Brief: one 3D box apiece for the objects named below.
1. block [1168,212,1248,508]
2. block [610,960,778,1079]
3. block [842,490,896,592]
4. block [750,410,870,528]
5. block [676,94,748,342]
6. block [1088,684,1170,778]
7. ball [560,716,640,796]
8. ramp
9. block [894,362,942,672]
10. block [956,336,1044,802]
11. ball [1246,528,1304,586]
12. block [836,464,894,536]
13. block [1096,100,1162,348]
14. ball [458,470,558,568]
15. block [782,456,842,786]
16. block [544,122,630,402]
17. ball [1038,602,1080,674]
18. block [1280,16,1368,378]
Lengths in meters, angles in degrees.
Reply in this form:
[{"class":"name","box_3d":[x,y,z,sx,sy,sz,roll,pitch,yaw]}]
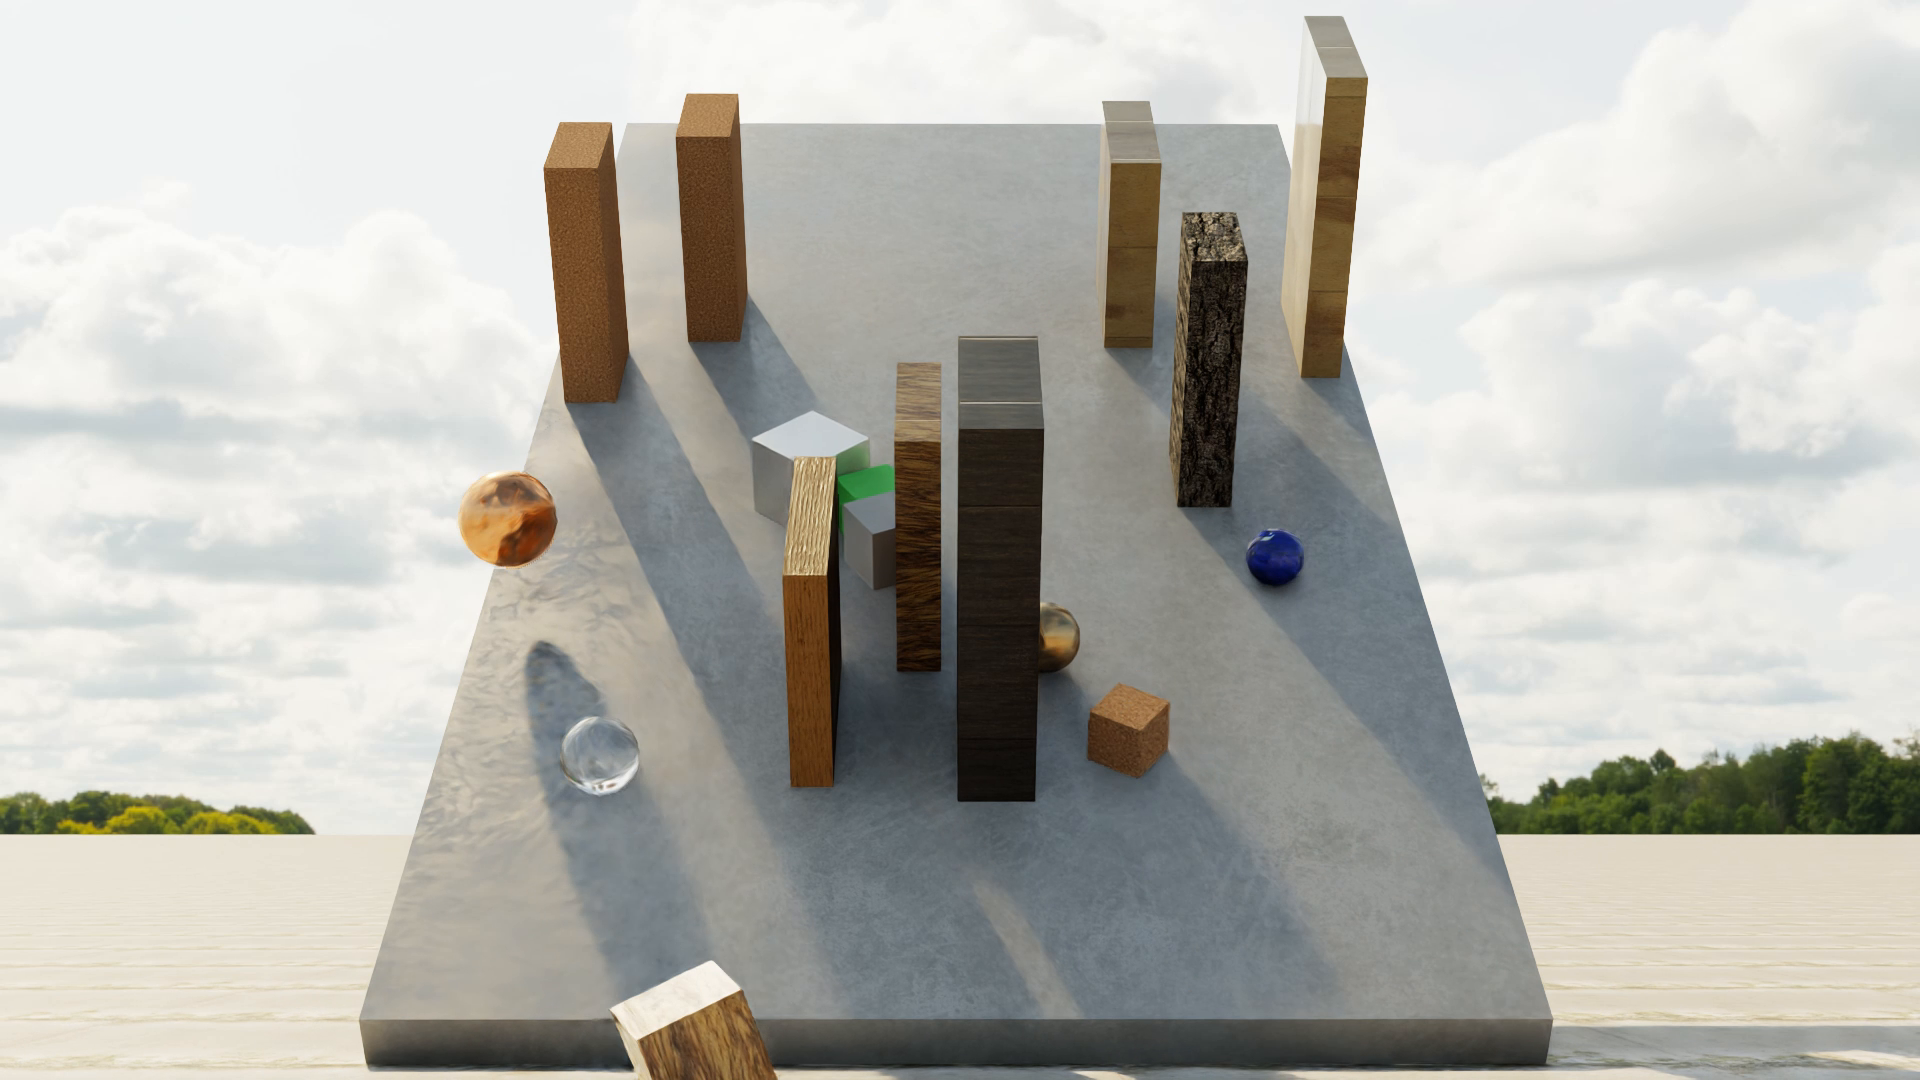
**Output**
[{"class":"block","box_3d":[0.554,-0.402,5.468,0.121,0.611,0.257,0,31,0]},{"class":"block","box_3d":[-0.345,0.662,3.170,0.148,0.148,0.148,-24,13,-17]},{"class":"block","box_3d":[-0.156,-0.001,5.256,0.143,0.143,0.143,-16,35,-24]},{"class":"block","box_3d":[-0.332,-0.145,5.450,0.186,0.186,0.186,27,40,36]},{"class":"block","box_3d":[-0.628,-0.820,6.198,0.132,0.557,0.290,0,31,0]},{"class":"block","box_3d":[0.325,0.366,4.685,0.114,0.114,0.114,19,36,28]},{"class":"ball","box_3d":[-0.677,0.406,4.580,0.149,0.149,0.149,0,-7,0]},{"class":"ramp","box_3d":[-0.014,-0.197,5.811,2.000,0.100,4.000,0,31,0]},{"class":"block","box_3d":[-0.083,-0.047,4.956,0.089,0.535,0.331,0,31,0]},{"class":"block","box_3d":[0.069,0.059,4.529,0.146,0.800,0.354,0,31,0]},{"class":"ball","box_3d":[0.676,0.036,5.219,0.124,0.124,0.124,0,-7,0]},{"class":"block","box_3d":[-0.188,-0.068,5.378,0.131,0.131,0.131,-16,35,-24]},{"class":"block","box_3d":[0.428,-0.811,6.242,0.123,0.503,0.414,0,31,0]},{"class":"ball","box_3d":[-0.963,-0.046,5.188,0.208,0.208,0.208,0,-7,0]},{"class":"block","box_3d":[-0.281,0.153,4.684,0.080,0.475,0.432,0,31,0]},{"class":"block","box_3d":[-0.900,-0.669,5.894,0.126,0.614,0.282,0,31,0]},{"class":"ball","box_3d":[0.172,0.198,4.930,0.145,0.145,0.145,0,-7,0]},{"class":"block","box_3d":[0.897,-0.849,6.038,0.097,0.784,0.425,0,31,0]}]
